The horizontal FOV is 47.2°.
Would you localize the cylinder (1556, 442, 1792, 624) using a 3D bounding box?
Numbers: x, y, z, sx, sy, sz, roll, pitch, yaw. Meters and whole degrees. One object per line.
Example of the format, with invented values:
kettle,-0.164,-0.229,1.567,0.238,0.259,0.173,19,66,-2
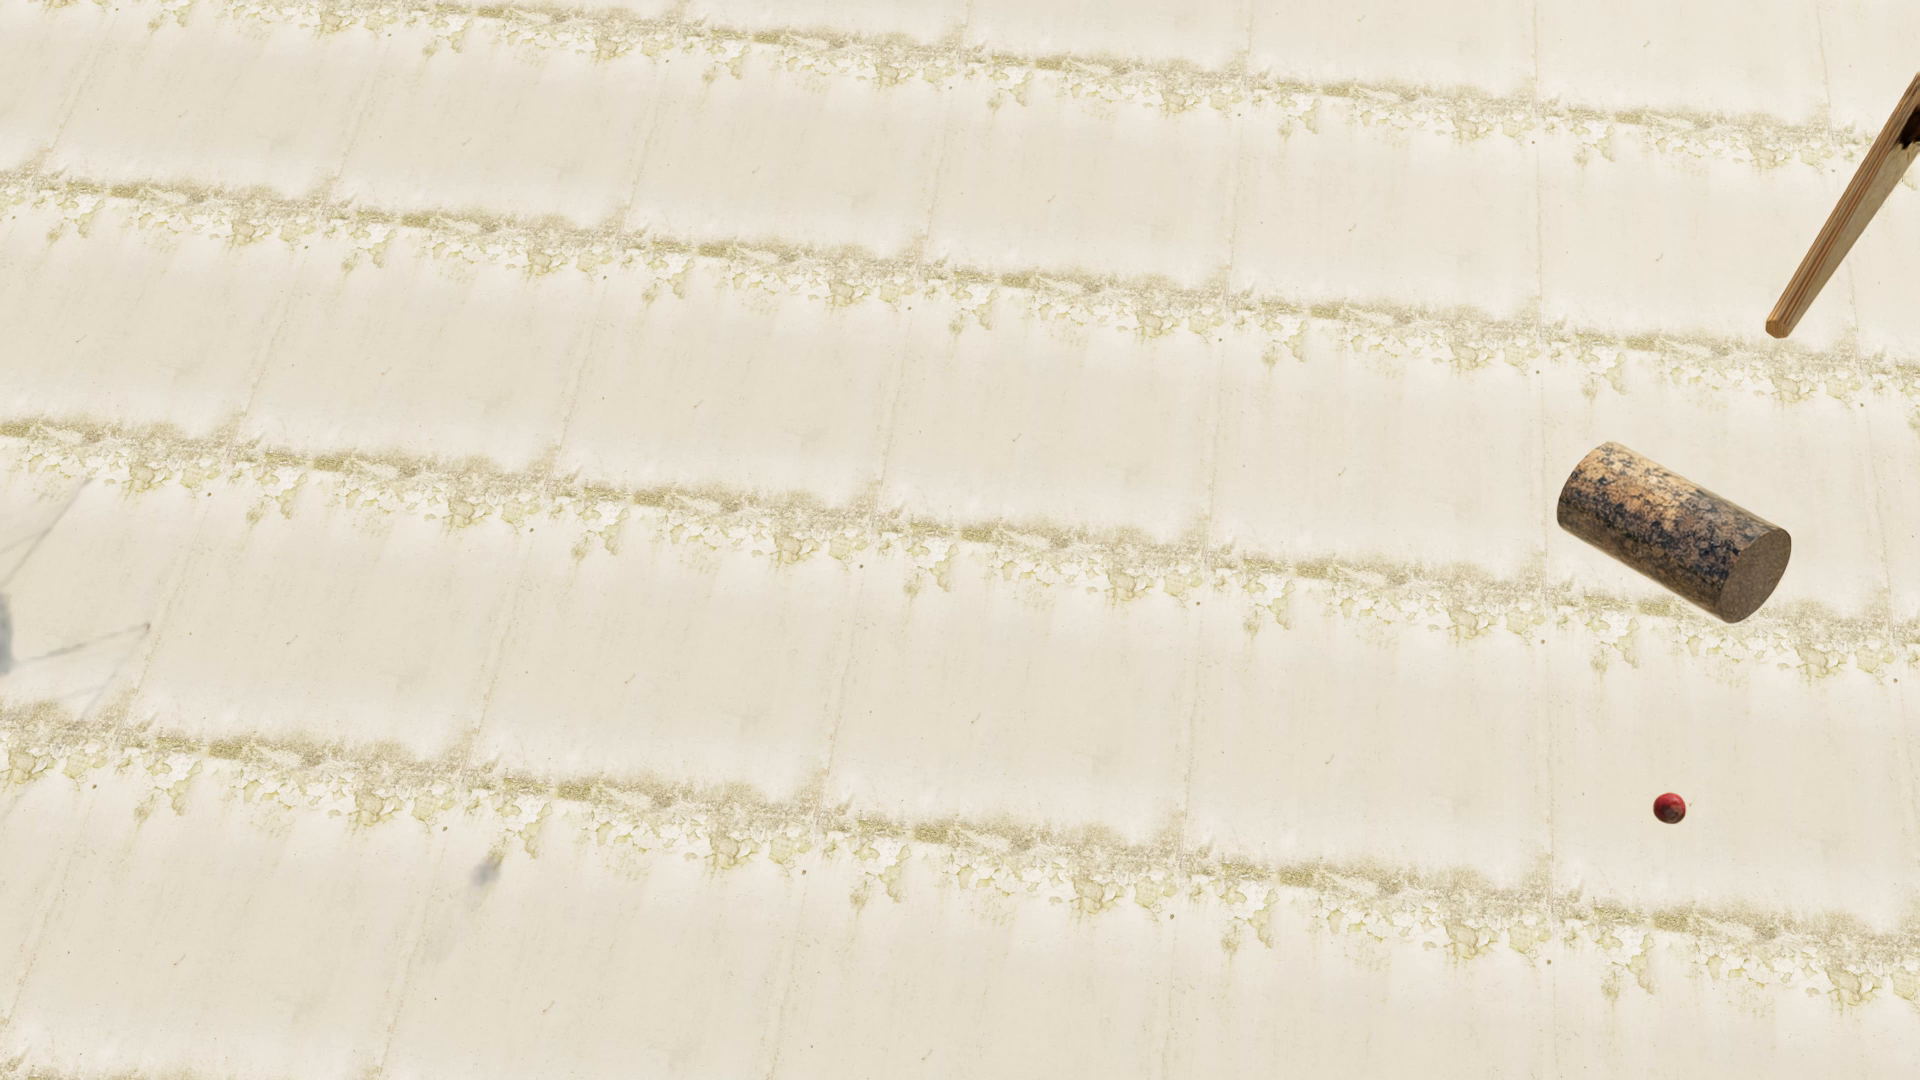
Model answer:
cylinder,0.967,-0.013,2.991,0.145,0.129,0.279,-49,46,-4
